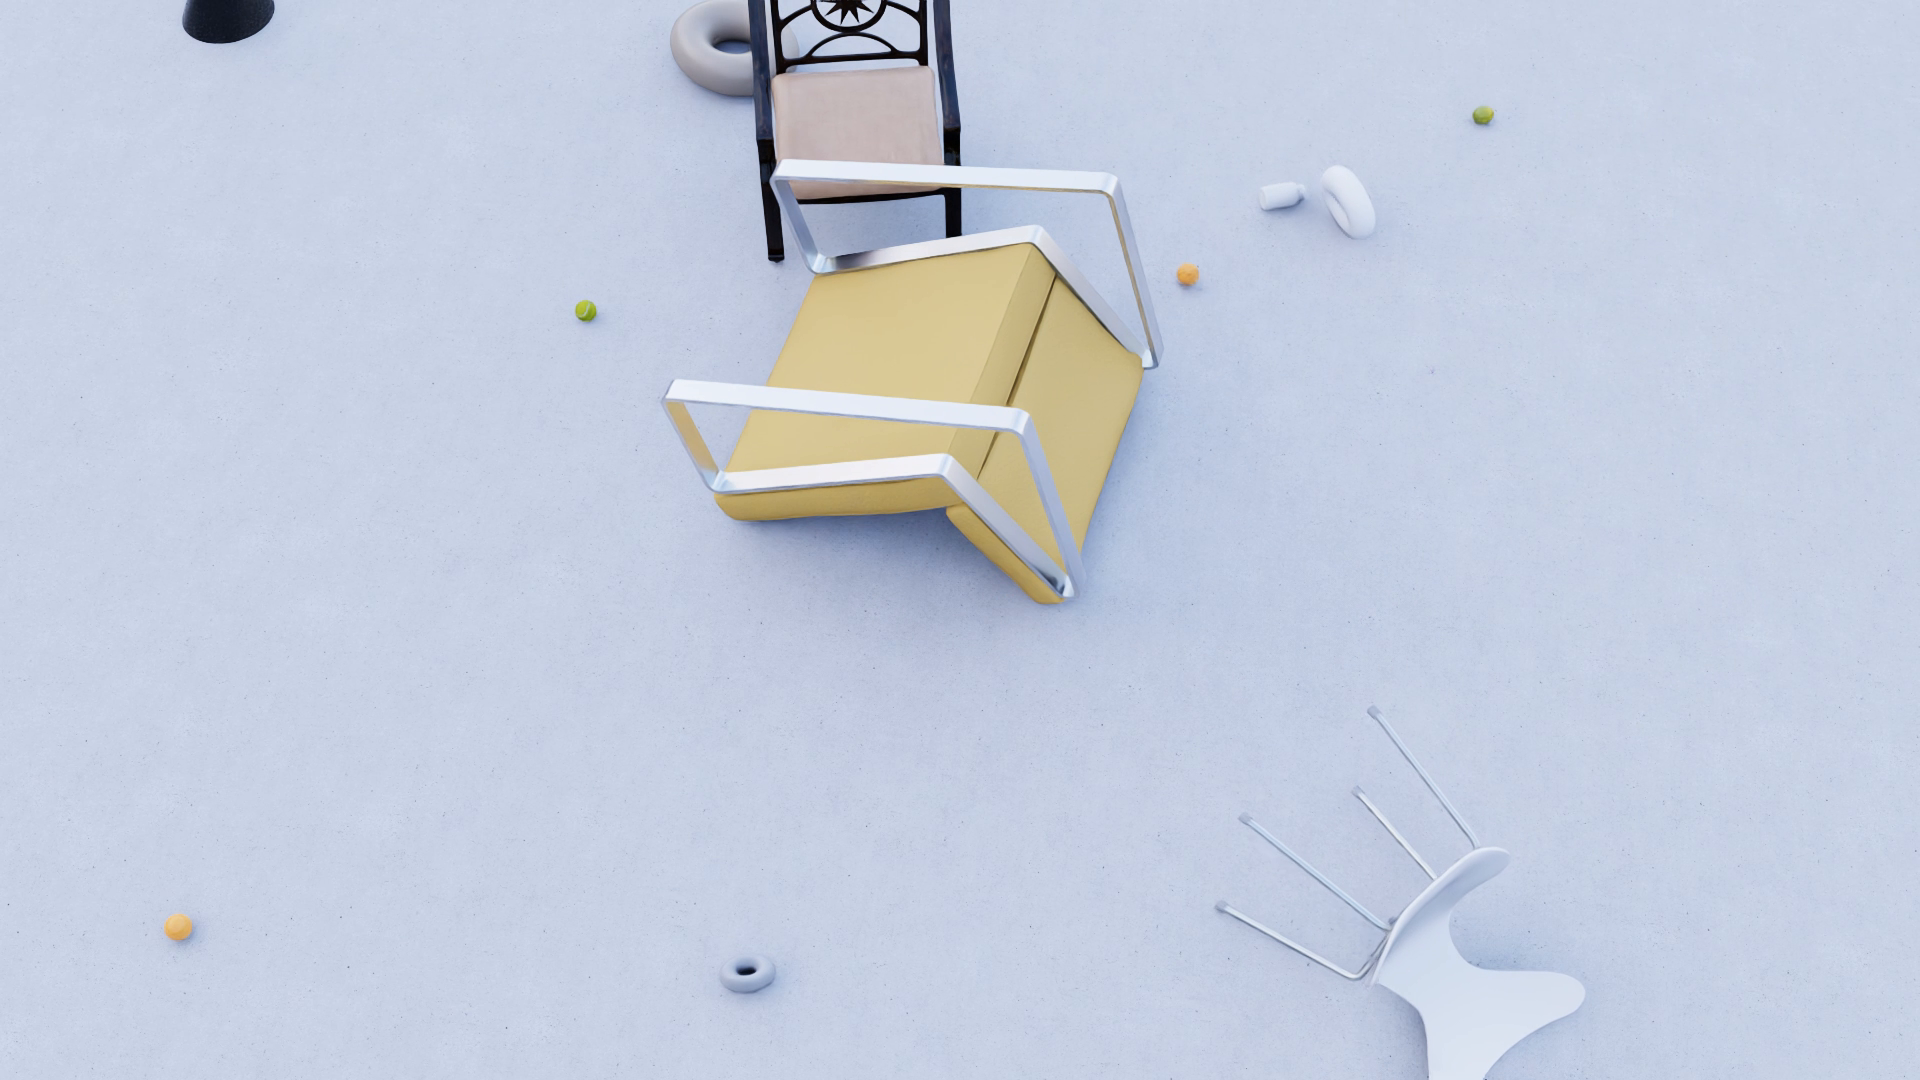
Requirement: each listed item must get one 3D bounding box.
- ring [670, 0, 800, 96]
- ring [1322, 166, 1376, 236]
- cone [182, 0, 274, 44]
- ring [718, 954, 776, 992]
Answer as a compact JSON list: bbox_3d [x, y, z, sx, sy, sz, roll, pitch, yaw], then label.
[{"bbox_3d":[-0.782,-1.710,7.630,0.479,0.154,0.385,26,61,18],"label":"ring"},{"bbox_3d":[1.267,-1.105,7.179,0.090,0.231,0.253,-30,92,-3],"label":"ring"},{"bbox_3d":[-2.606,-1.965,7.698,0.326,0.323,0.303,-17,58,-11],"label":"cone"},{"bbox_3d":[-0.558,1.135,5.766,0.150,0.078,0.094,-7,54,-7],"label":"ring"}]
